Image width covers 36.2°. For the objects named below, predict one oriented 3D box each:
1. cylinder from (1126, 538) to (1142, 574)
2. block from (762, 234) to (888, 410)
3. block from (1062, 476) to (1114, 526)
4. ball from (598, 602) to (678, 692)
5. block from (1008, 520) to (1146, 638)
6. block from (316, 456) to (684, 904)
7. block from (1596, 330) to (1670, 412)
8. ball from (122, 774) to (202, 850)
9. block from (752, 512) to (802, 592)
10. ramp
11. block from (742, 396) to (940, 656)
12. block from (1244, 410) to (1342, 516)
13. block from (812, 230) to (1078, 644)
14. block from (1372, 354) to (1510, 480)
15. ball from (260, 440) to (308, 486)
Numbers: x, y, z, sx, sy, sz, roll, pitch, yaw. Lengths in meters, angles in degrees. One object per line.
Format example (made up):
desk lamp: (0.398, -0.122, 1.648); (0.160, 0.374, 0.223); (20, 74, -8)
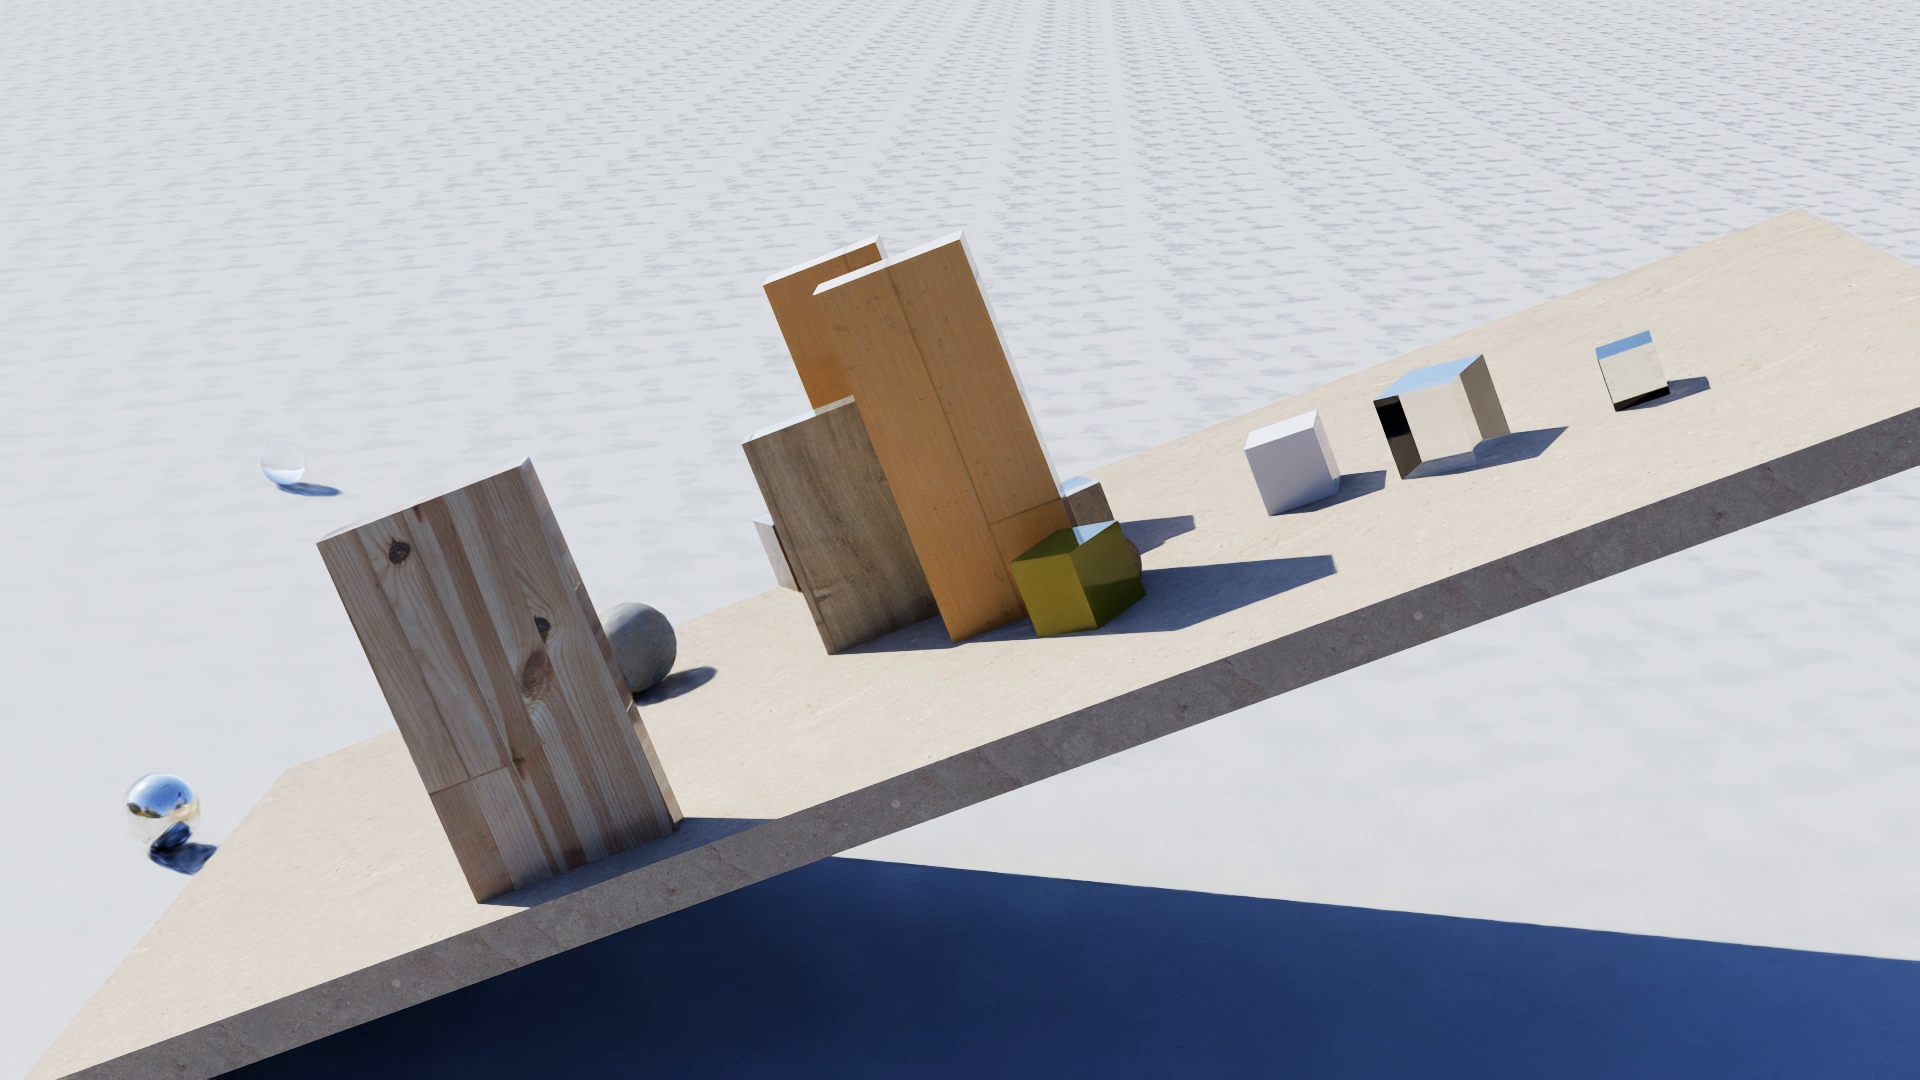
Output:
cylinder: (0.296, 0.054, 6.009); (0.108, 0.108, 0.108); (-13, 3, -43)
block: (-0.178, -0.295, 6.803); (0.276, 0.764, 0.139); (-20, 12, 7)
block: (0.239, -0.032, 6.383); (0.154, 0.154, 0.154); (-24, 12, -12)
ball: (-0.757, 0.247, 6.777); (0.209, 0.209, 0.209); (0, 13, 0)
block: (0.235, 0.078, 5.870); (0.165, 0.165, 0.165); (-10, 17, 45)
block: (-0.859, 0.268, 5.526); (0.415, 0.754, 0.084); (-20, 12, 7)
block: (1.344, -0.338, 5.880); (0.112, 0.112, 0.112); (-19, 12, 14)
ball: (-1.946, 0.663, 7.175); (0.186, 0.186, 0.186); (0, 13, 0)
block: (-0.375, 0.003, 7.258); (0.180, 0.180, 0.180); (-25, 12, -15)
ramp: (0.121, 0.175, 6.293); (4.000, 0.100, 2.000); (-20, 12, 7)
block: (-0.234, -0.041, 6.404); (0.307, 0.504, 0.096); (-20, 12, 7)
block: (0.697, -0.162, 6.152); (0.151, 0.151, 0.151); (-19, 12, 15)
block: (-0.005, -0.211, 6.074); (0.319, 0.781, 0.145); (-20, 12, 7)
block: (0.980, -0.250, 5.979); (0.176, 0.176, 0.176); (-13, 15, 37)
ball: (-2.573, -0.294, 11.199); (0.172, 0.172, 0.172); (0, 13, 0)
